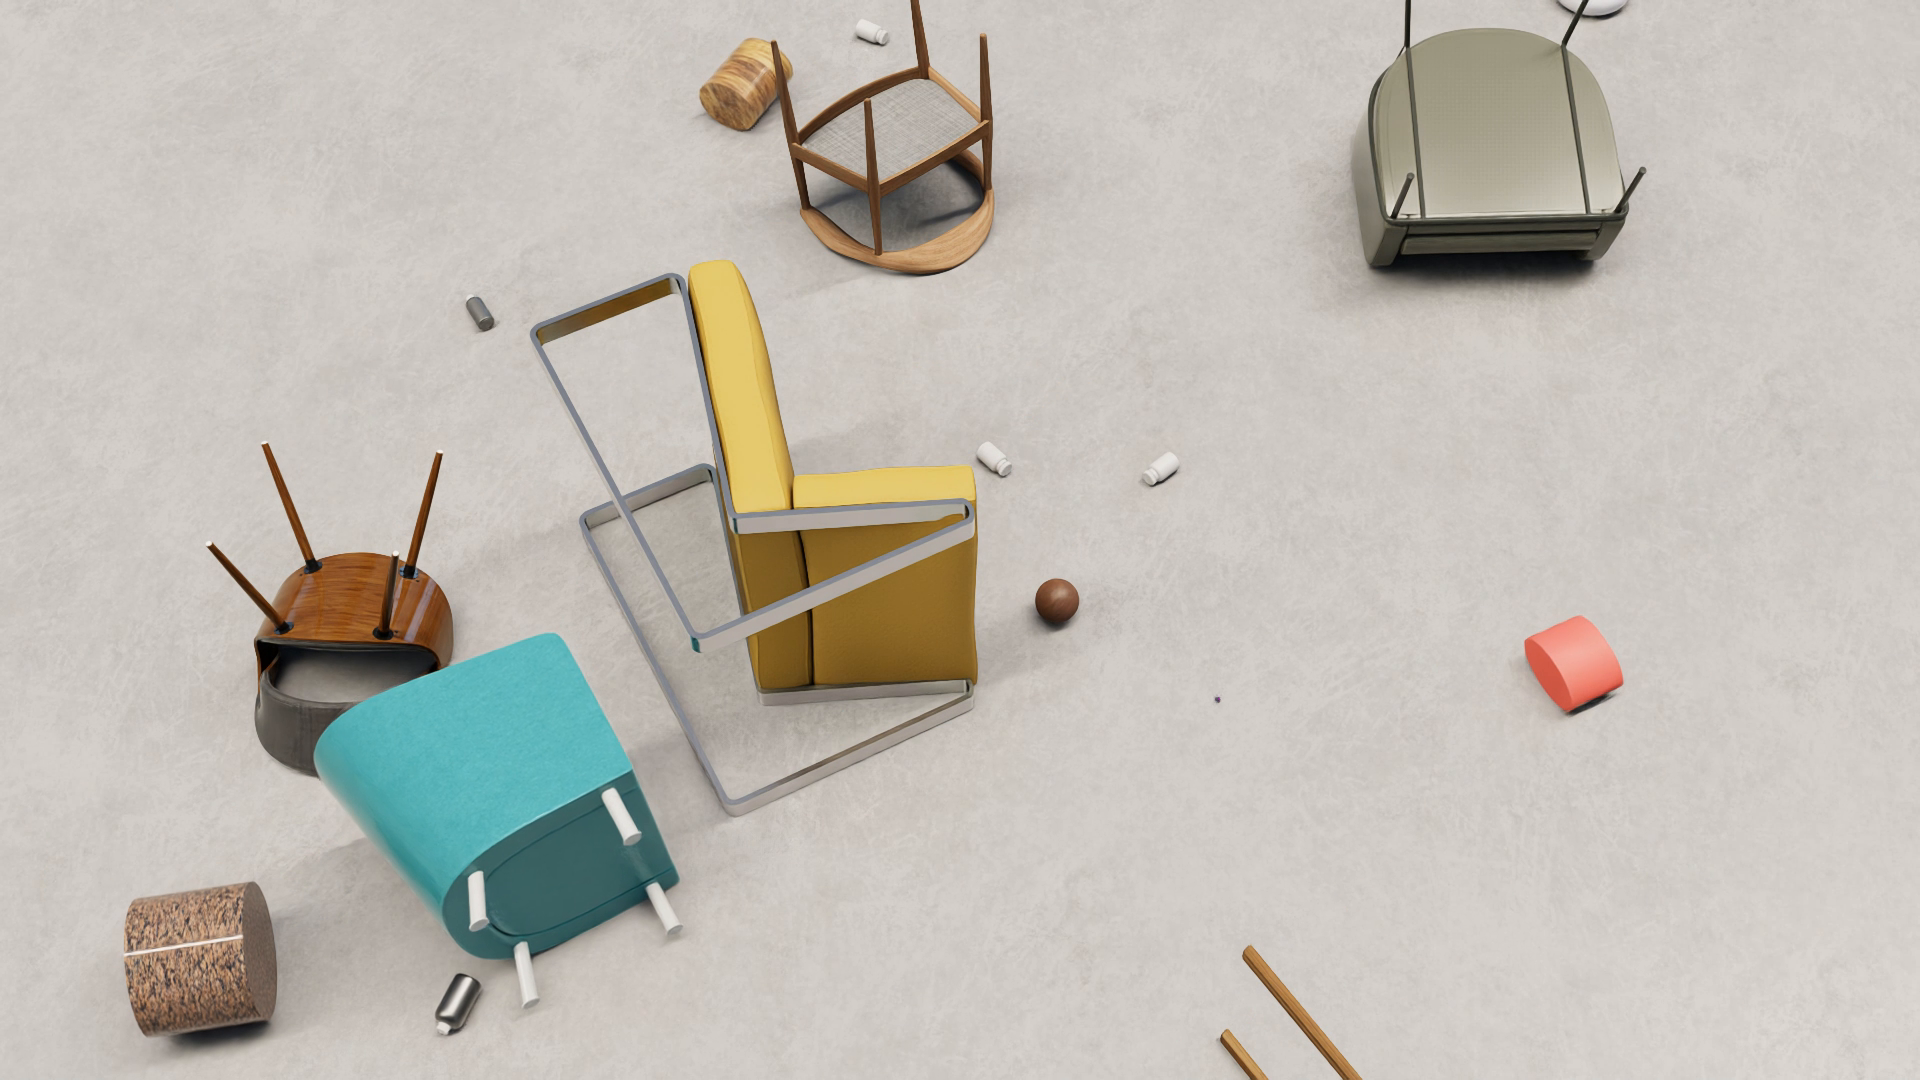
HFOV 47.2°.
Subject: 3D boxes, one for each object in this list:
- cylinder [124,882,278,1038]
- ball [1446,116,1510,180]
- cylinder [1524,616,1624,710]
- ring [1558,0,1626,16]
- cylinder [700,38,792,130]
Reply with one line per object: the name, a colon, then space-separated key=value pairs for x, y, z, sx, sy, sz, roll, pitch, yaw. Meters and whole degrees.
cylinder: x=-1.944 y=1.076 z=5.645 sx=0.290 sy=0.338 sz=0.358 roll=-8 pitch=91 yaw=-5
ball: x=1.724 y=-1.307 z=7.323 sx=0.212 sy=0.212 sz=0.212 roll=0 pitch=56 yaw=0
cylinder: x=1.745 y=0.349 z=6.254 sx=0.175 sy=0.140 sz=0.239 roll=-22 pitch=65 yaw=-14
ring: x=2.255 y=-1.986 z=7.847 sx=0.286 sy=0.100 sz=0.281 roll=19 pitch=59 yaw=14
cylinder: x=-0.729 y=-1.556 z=7.498 sx=0.224 sy=0.197 sz=0.249 roll=17 pitch=57 yaw=28
